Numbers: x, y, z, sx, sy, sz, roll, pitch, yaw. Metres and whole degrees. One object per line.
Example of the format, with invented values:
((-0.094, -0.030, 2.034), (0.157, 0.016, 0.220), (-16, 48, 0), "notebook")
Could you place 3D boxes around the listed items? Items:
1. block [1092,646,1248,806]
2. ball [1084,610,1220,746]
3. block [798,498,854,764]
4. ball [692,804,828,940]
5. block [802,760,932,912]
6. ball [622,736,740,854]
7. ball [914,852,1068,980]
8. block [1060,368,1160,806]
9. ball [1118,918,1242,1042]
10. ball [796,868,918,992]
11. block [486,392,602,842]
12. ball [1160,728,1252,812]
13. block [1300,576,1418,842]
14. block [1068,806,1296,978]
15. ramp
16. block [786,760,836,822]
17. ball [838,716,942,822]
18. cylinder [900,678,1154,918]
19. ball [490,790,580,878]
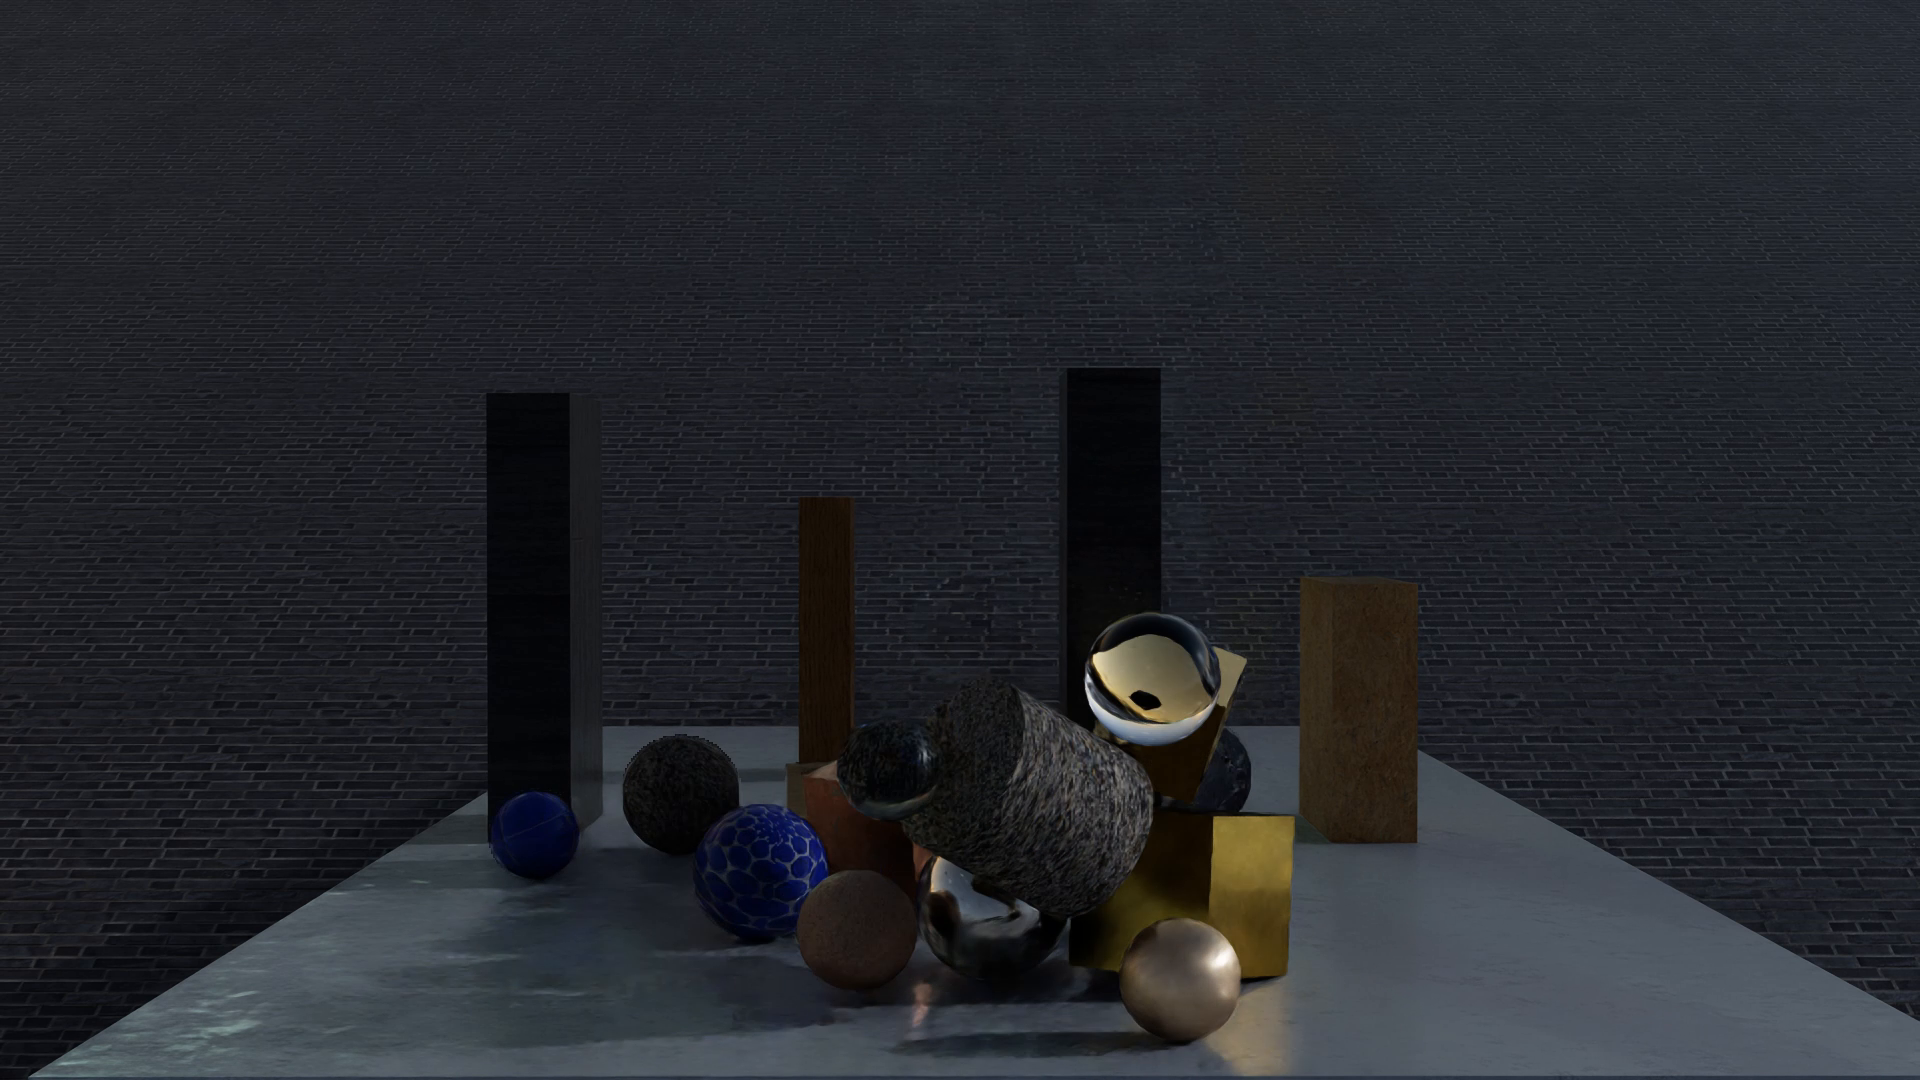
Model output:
((0.260, 0.216, 3.265), (0.146, 0.146, 0.146), (21, 27, 9), "block")
((0.228, 0.164, 3.062), (0.162, 0.162, 0.162), (0, 27, 0), "ball")
((-0.279, 0.202, 5.441), (0.105, 0.584, 0.240), (0, 1, 0), "block")
((-0.262, 0.437, 3.398), (0.179, 0.179, 0.179), (0, 27, 0), "ball")
((-0.076, 0.396, 3.551), (0.185, 0.185, 0.185), (4, 16, 39), "block")
((-0.456, 0.417, 4.220), (0.191, 0.191, 0.191), (0, 27, 0), "ball")
((0.039, 0.438, 3.117), (0.186, 0.186, 0.186), (0, 27, 0), "ball")
((0.238, 0.123, 4.139), (0.144, 0.782, 0.294), (0, 1, 0), "block")
((0.236, 0.470, 2.764), (0.131, 0.131, 0.131), (0, 27, 0), "ball")
((-0.120, 0.456, 3.020), (0.142, 0.142, 0.142), (0, 27, 0), "ball")
((-0.729, 0.128, 4.559), (0.140, 0.759, 0.394), (0, 1, 0), "block")
((0.411, 0.411, 4.503), (0.195, 0.195, 0.195), (0, 27, 0), "ball")
((0.698, 0.289, 4.553), (0.144, 0.437, 0.409), (0, 1, 0), "block")
((0.270, 0.424, 3.132), (0.192, 0.192, 0.192), (0, -5, 37), "block")
((0.062, 0.557, 4.594), (2.000, 0.100, 4.000), (0, 1, 0), "ramp")
((-0.121, 0.425, 3.789), (0.189, 0.189, 0.189), (-1, 1, -42), "block")
((-0.077, 0.250, 2.820), (0.115, 0.115, 0.115), (0, 27, 0), "ball")
((0.074, 0.292, 2.916), (0.206, 0.206, 0.206), (32, 11, -31), "cylinder")
((-0.649, 0.451, 3.947), (0.134, 0.134, 0.134), (0, 27, 0), "ball")
